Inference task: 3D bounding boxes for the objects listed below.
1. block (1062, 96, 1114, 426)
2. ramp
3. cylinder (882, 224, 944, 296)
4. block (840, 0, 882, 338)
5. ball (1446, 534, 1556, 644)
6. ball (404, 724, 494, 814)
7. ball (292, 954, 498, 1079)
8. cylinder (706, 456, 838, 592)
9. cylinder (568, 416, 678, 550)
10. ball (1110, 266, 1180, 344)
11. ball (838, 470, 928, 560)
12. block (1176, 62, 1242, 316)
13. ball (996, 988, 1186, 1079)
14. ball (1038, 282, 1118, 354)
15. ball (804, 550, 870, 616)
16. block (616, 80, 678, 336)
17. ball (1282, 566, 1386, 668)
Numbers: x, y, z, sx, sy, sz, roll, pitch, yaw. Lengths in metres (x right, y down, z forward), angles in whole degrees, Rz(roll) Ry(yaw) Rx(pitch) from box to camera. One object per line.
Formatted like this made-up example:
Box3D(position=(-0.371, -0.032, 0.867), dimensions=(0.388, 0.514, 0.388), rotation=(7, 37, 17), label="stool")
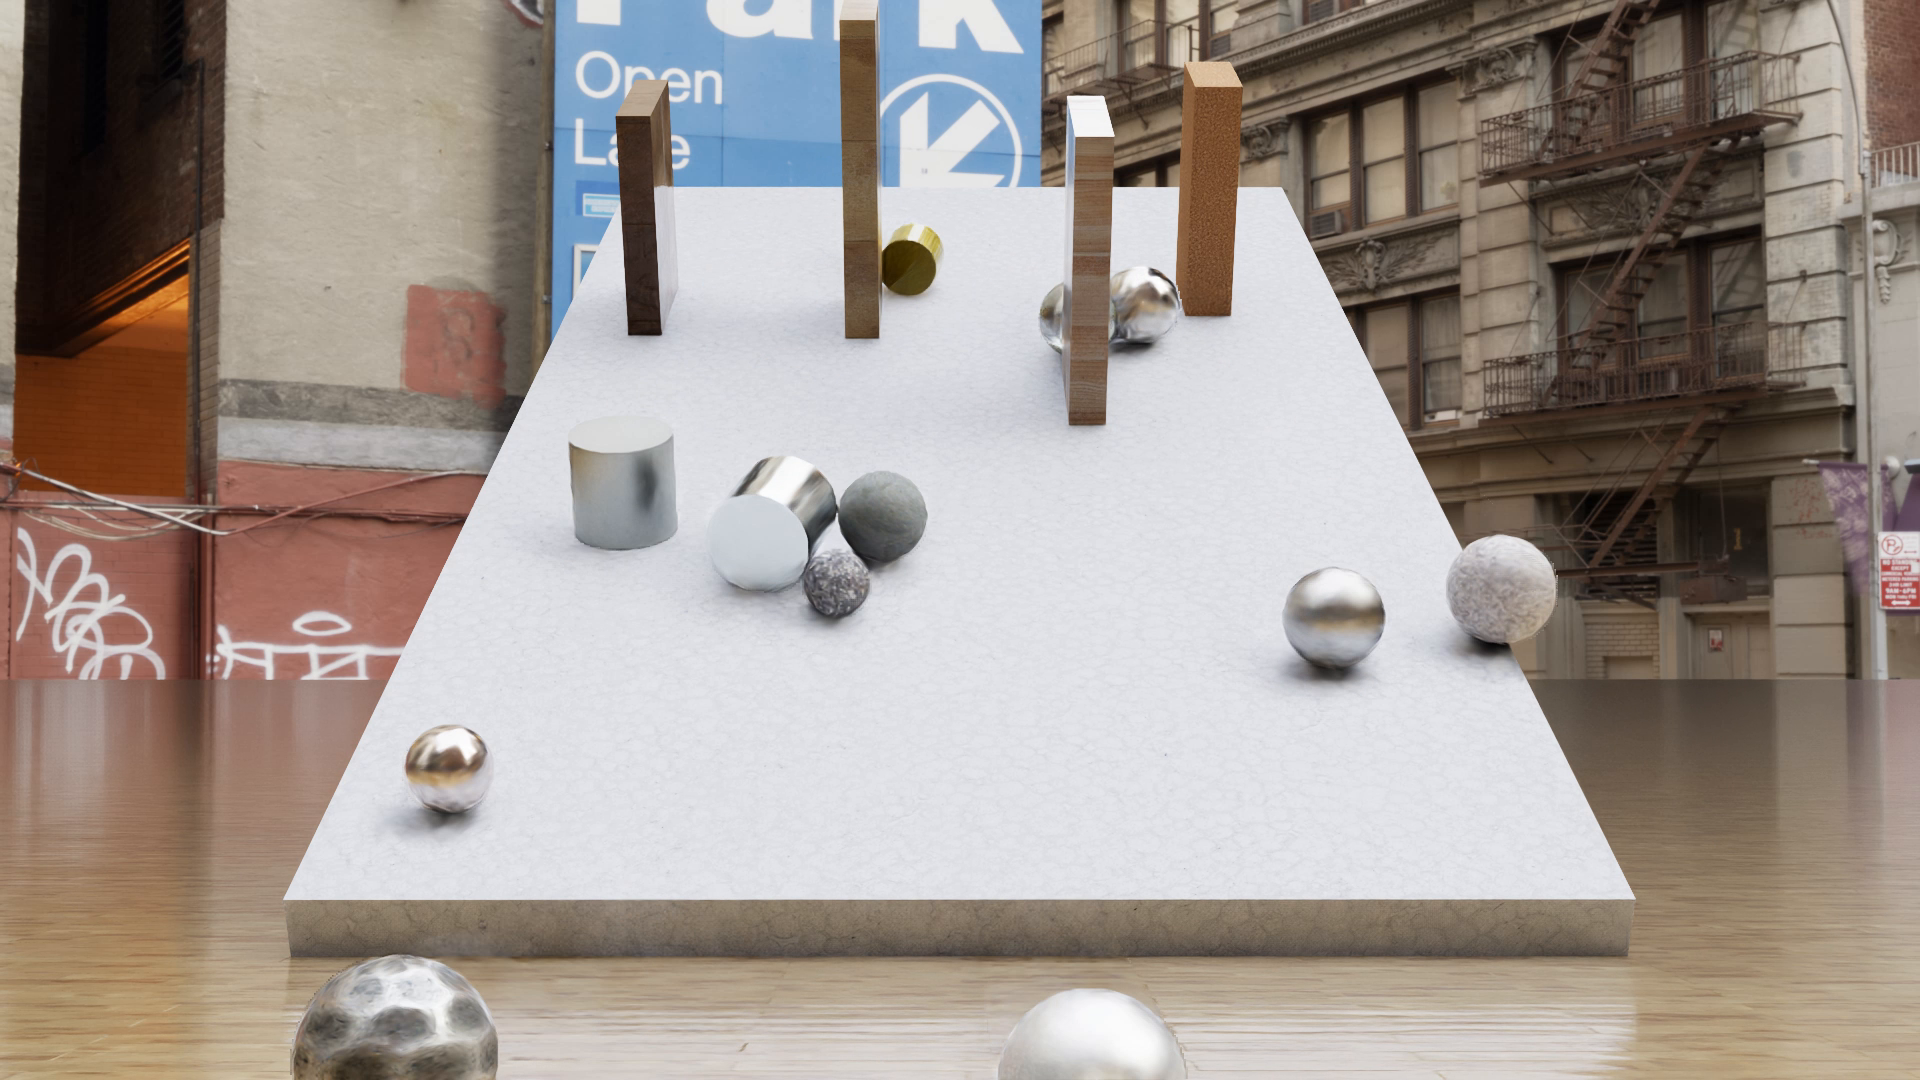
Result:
Box3D(position=(0.287, -0.637, 5.273), dimensions=(0.084, 0.660, 0.377), rotation=(0, 24, 0), label="block")
Box3D(position=(-0.008, -0.228, 5.285), dimensions=(2.000, 0.100, 4.000), rotation=(0, 24, 0), label="ramp")
Box3D(position=(-0.129, -0.742, 6.141), dimensions=(0.153, 0.153, 0.153), rotation=(0, 23, 8), label="cylinder")
Box3D(position=(-0.243, -0.929, 5.773), dimensions=(0.085, 0.789, 0.328), rotation=(0, 24, 0), label="block")
Box3D(position=(0.978, 0.089, 4.200), dimensions=(0.197, 0.197, 0.197), rotation=(0, -3, 0), label="ball")
Box3D(position=(-0.802, 0.359, 3.648), dimensions=(0.140, 0.140, 0.140), rotation=(0, -3, 0), label="ball")
Box3D(position=(-0.494, 0.453, 2.034), dimensions=(0.176, 0.176, 0.176), rotation=(0, -3, 0), label="ball")
Box3D(position=(-0.360, -0.032, 4.464), dimensions=(0.202, 0.202, 0.202), rotation=(-1, 23, 14), label="cylinder")
Box3D(position=(-0.674, -0.116, 4.646), dimensions=(0.207, 0.207, 0.207), rotation=(0, 24, 0), label="cylinder")
Box3D(position=(0.444, -0.580, 5.728), dimensions=(0.192, 0.192, 0.192), rotation=(0, -3, 0), label="ball")
Box3D(position=(-0.151, -0.048, 4.534), dimensions=(0.175, 0.175, 0.175), rotation=(0, -3, 0), label="ball")
Box3D(position=(0.636, -0.903, 5.965), dimensions=(0.117, 0.591, 0.289), rotation=(0, 24, 0), label="block")
Box3D(position=(0.110, 0.456, 1.946), dimensions=(0.159, 0.159, 0.159), rotation=(0, -3, 0), label="ball")
Box3D(position=(0.286, -0.537, 5.628), dimensions=(0.191, 0.191, 0.191), rotation=(0, -3, 0), label="ball")
Box3D(position=(-0.228, 0.079, 4.307), dimensions=(0.124, 0.124, 0.124), rotation=(0, -3, 0), label="ball")
Box3D(position=(-0.788, -0.845, 5.872), dimensions=(0.084, 0.554, 0.397), rotation=(0, 24, 0), label="block")
Box3D(position=(0.661, 0.137, 4.110), dimensions=(0.180, 0.180, 0.180), rotation=(0, -3, 0), label="ball")
